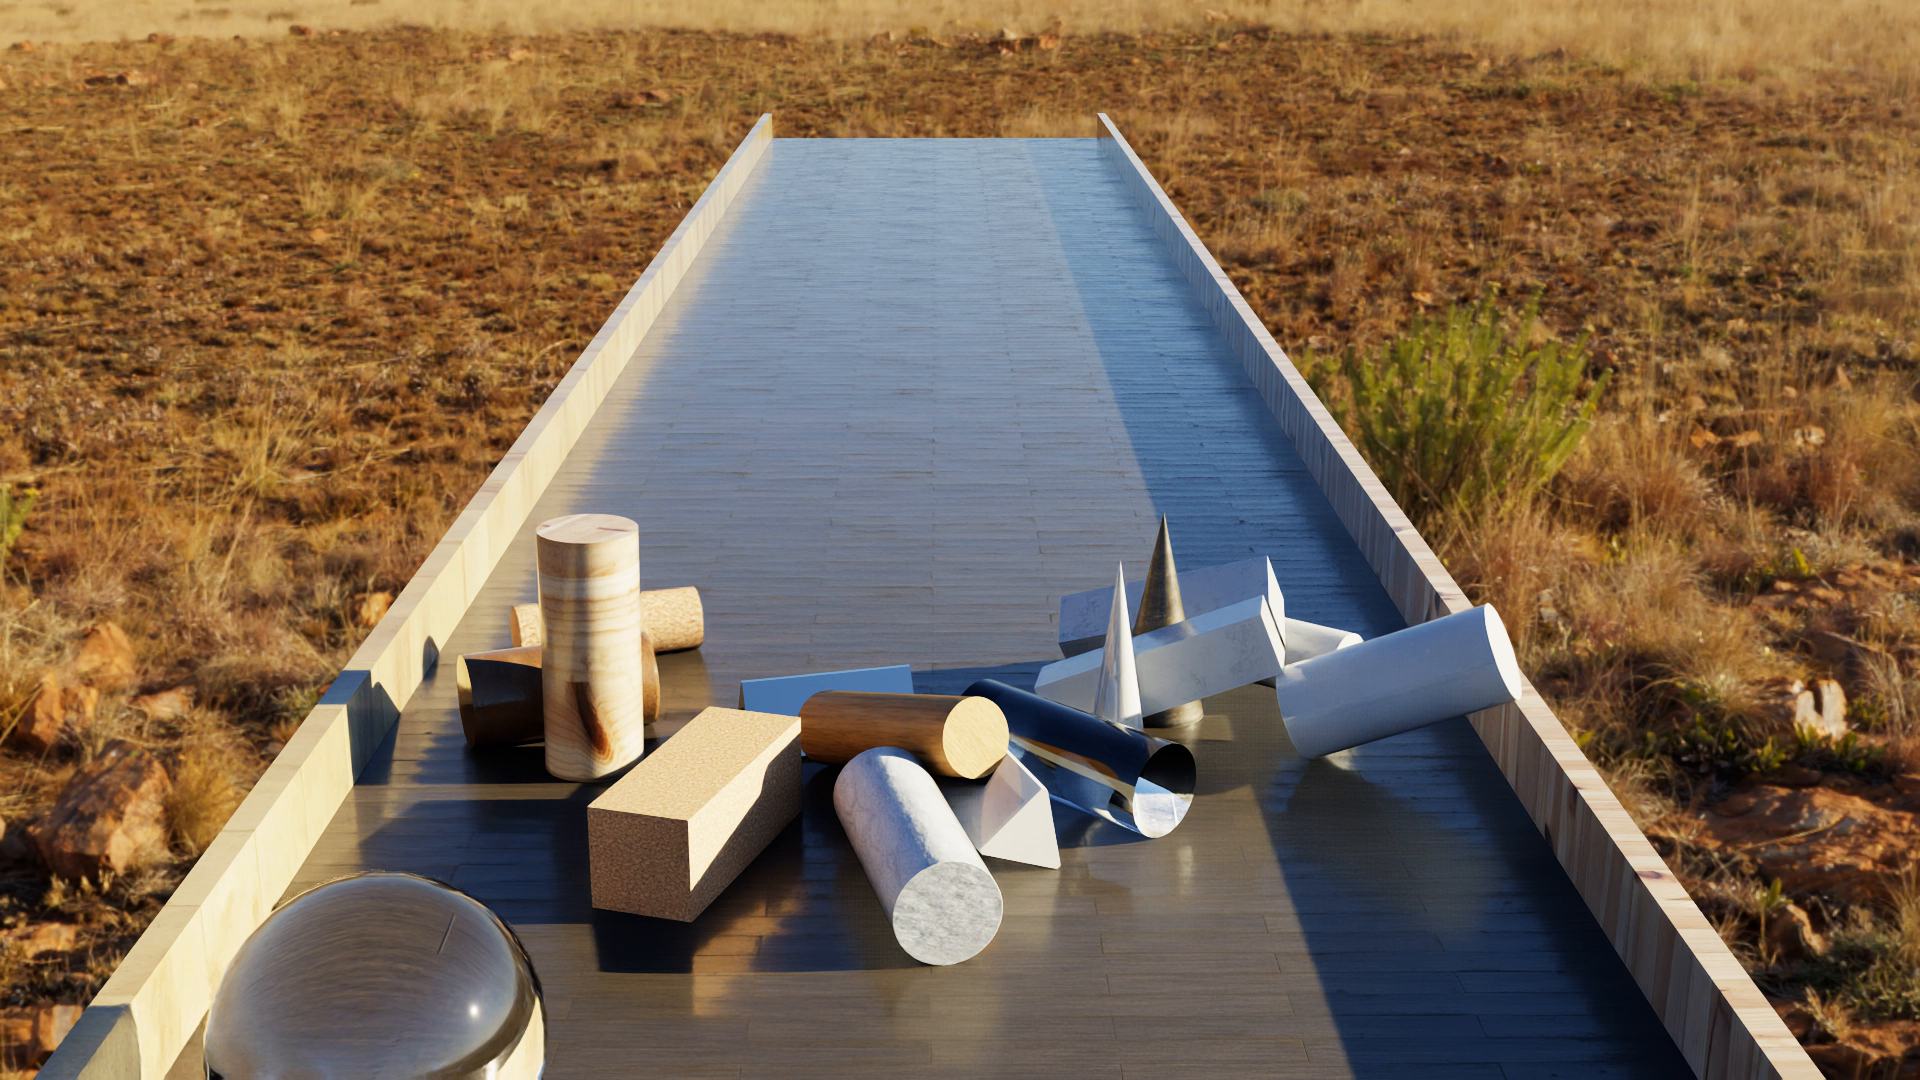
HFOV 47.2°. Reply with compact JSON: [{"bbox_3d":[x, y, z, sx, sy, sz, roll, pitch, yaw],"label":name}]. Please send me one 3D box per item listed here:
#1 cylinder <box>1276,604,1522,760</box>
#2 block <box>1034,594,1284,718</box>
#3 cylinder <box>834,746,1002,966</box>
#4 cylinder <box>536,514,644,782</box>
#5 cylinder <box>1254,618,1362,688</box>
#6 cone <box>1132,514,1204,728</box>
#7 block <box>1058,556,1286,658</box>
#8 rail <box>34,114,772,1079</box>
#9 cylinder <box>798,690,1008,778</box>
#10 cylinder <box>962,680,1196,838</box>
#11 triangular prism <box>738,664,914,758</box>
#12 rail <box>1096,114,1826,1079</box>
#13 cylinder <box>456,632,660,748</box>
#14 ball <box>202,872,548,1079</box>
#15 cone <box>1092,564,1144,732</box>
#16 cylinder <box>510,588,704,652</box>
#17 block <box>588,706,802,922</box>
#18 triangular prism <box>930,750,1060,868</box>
[{"bbox_3d":[0.763,0.249,3.838,0.383,0.172,0.172,-20,8,23],"label":"cylinder"},{"bbox_3d":[0.360,0.234,3.969,0.431,0.114,0.114,-19,12,15],"label":"block"},{"bbox_3d":[-0.071,0.472,3.354,0.163,0.163,0.449,-4,17,-13],"label":"cylinder"},{"bbox_3d":[-0.642,0.187,3.829,0.173,0.434,0.173,1,17,0],"label":"cylinder"},{"bbox_3d":[0.603,0.215,4.261,0.334,0.139,0.139,13,21,37],"label":"cylinder"},{"bbox_3d":[0.374,0.135,4.083,0.170,0.393,0.170,0,17,0],"label":"cone"},{"bbox_3d":[0.406,0.155,4.225,0.412,0.124,0.124,-12,42,17],"label":"block"},{"bbox_3d":[-1.118,-0.838,7.780,0.050,0.150,12.000,0,17,-1],"label":"rail"},{"bbox_3d":[-0.104,0.324,3.711,0.132,0.132,0.442,-12,5,-36],"label":"cylinder"},{"bbox_3d":[0.184,0.365,3.721,0.159,0.159,0.425,-16,23,-42],"label":"cylinder"},{"bbox_3d":[-0.241,0.301,3.979,0.310,0.128,0.148,-5,17,-15],"label":"triangular prism"},{"bbox_3d":[0.932,-0.844,7.801,0.050,0.150,12.000,0,17,-1],"label":"rail"},{"bbox_3d":[-0.733,0.272,4.013,0.335,0.170,0.170,-7,18,-22],"label":"cylinder"},{"bbox_3d":[-0.680,0.586,2.573,0.390,0.390,0.390,0,17,0],"label":"ball"},{"bbox_3d":[0.278,0.212,3.862,0.114,0.372,0.114,0,17,0],"label":"cone"},{"bbox_3d":[-0.708,0.176,4.418,0.365,0.124,0.124,-6,18,-20],"label":"cylinder"},{"bbox_3d":[-0.412,0.427,3.500,0.166,0.166,0.443,5,17,17],"label":"block"},{"bbox_3d":[0.059,0.401,3.590,0.140,0.122,0.331,14,10,-23],"label":"triangular prism"}]
